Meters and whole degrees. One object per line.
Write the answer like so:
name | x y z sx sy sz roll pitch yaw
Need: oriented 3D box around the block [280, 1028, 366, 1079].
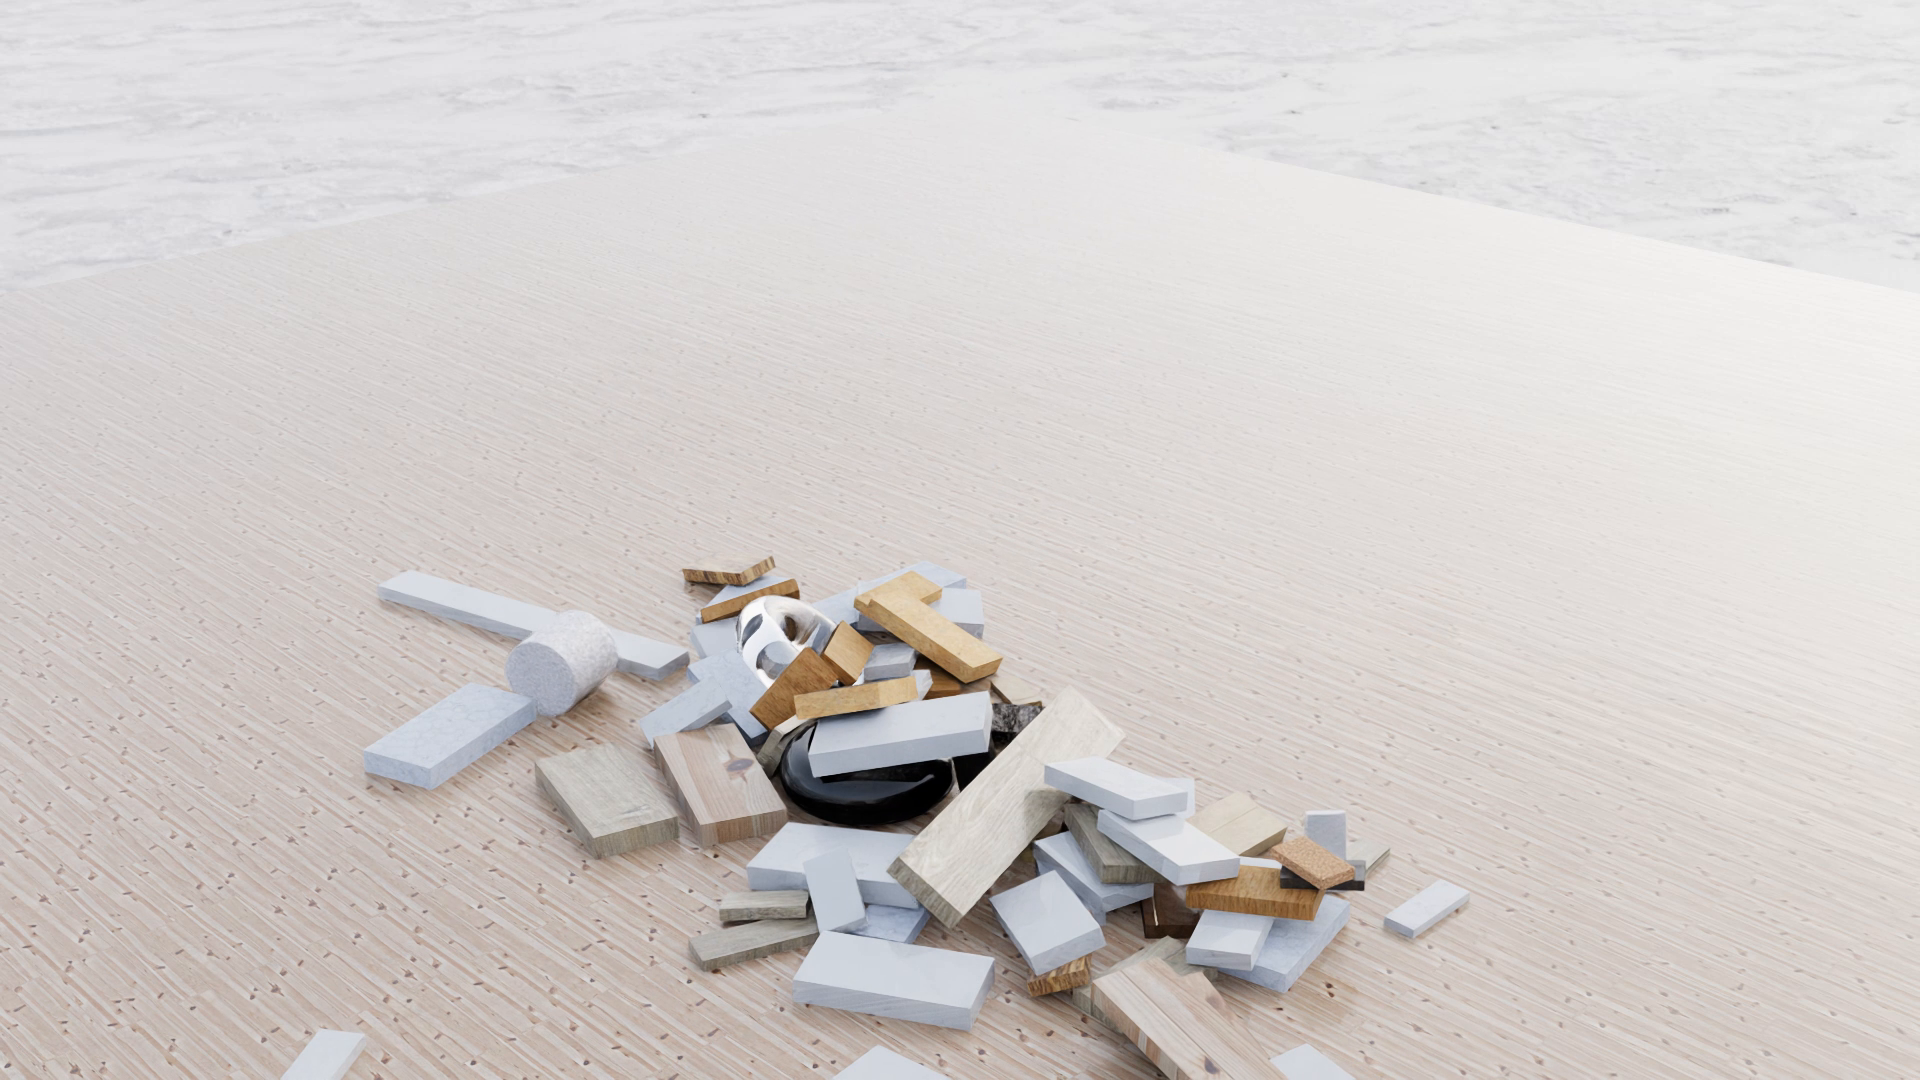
block | -1.065 0.876 3.667 0.081 0.023 0.162 5 23 11

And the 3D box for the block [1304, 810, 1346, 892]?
block | 0.694 0.591 4.176 0.075 0.150 0.021 -1 7 -3

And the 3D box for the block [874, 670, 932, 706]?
block | -0.158 0.362 4.802 0.121 0.034 0.243 -4 26 22

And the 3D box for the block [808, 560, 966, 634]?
block | -0.255 0.175 5.295 0.613 0.042 0.148 -21 31 -40

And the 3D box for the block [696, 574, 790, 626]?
block | -0.522 0.157 5.340 0.139 0.039 0.277 7 24 16

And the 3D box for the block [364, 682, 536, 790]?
block | -1.089 0.416 4.716 0.177 0.050 0.354 11 25 25

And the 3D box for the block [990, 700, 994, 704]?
block | 0.040 0.395 4.782 0.066 0.019 0.132 0 32 1

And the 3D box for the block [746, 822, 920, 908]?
block | -0.208 0.617 4.189 0.352 0.050 0.176 3 23 23

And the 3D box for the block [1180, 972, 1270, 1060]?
block | 0.415 0.827 3.724 0.114 0.032 0.228 -8 32 -24

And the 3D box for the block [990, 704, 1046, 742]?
block | 0.131 0.396 4.741 0.201 0.028 0.100 4 32 -2

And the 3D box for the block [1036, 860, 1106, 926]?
block | 0.208 0.663 4.160 0.103 0.029 0.206 -2 23 -6

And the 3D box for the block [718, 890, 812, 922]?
block | -0.360 0.679 4.092 0.162 0.023 0.081 -4 12 6

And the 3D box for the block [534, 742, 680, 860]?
block | -0.719 0.524 4.461 0.177 0.050 0.354 -12 26 -26

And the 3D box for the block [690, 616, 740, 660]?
block | -0.484 0.288 4.899 0.139 0.039 0.277 -13 49 -26

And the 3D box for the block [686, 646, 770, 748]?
block | -0.477 0.341 4.787 0.122 0.034 0.243 -24 54 -34

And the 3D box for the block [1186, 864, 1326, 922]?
block | 0.542 0.640 4.020 0.234 0.033 0.117 3 22 20

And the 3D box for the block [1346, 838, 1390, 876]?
block | 0.776 0.622 4.272 0.065 0.018 0.131 16 28 33

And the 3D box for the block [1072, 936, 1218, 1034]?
block | 0.328 0.782 3.874 0.243 0.034 0.121 -20 30 -38

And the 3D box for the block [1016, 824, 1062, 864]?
block | 0.083 0.582 4.350 0.210 0.030 0.105 11 25 23

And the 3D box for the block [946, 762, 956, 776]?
block | 0.021 0.469 4.636 0.056 0.016 0.112 12 26 25

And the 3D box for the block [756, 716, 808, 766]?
block | -0.363 0.413 4.637 0.025 0.088 0.175 37 23 11

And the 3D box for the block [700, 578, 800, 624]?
block | -0.478 0.158 5.025 0.226 0.113 0.032 -19 68 -11

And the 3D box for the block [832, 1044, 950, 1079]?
block | -0.059 0.925 3.523 0.322 0.046 0.161 17 28 34

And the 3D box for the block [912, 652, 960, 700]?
block | -0.073 0.303 5.002 0.121 0.034 0.243 -2 23 -5

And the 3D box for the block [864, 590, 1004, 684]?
block | -0.060 0.218 5.026 0.297 0.042 0.148 33 21 21

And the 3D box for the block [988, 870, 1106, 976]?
block | 0.156 0.691 3.982 0.136 0.039 0.272 -22 18 -9

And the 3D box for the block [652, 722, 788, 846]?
block | -0.497 0.498 4.522 0.177 0.050 0.393 -8 24 -19

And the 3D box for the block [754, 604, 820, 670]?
block | -0.453 0.243 5.036 0.139 0.039 0.277 12 42 25

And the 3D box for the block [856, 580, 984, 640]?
block | -0.096 0.166 5.241 0.297 0.042 0.149 5 31 -7

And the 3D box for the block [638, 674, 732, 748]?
block | -0.589 0.373 4.715 0.189 0.027 0.095 -32 43 -6

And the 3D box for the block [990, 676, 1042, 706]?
block | 0.125 0.345 4.923 0.066 0.019 0.132 -9 25 -21

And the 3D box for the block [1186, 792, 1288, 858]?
block | 0.515 0.577 4.290 0.127 0.036 0.255 34 34 30
